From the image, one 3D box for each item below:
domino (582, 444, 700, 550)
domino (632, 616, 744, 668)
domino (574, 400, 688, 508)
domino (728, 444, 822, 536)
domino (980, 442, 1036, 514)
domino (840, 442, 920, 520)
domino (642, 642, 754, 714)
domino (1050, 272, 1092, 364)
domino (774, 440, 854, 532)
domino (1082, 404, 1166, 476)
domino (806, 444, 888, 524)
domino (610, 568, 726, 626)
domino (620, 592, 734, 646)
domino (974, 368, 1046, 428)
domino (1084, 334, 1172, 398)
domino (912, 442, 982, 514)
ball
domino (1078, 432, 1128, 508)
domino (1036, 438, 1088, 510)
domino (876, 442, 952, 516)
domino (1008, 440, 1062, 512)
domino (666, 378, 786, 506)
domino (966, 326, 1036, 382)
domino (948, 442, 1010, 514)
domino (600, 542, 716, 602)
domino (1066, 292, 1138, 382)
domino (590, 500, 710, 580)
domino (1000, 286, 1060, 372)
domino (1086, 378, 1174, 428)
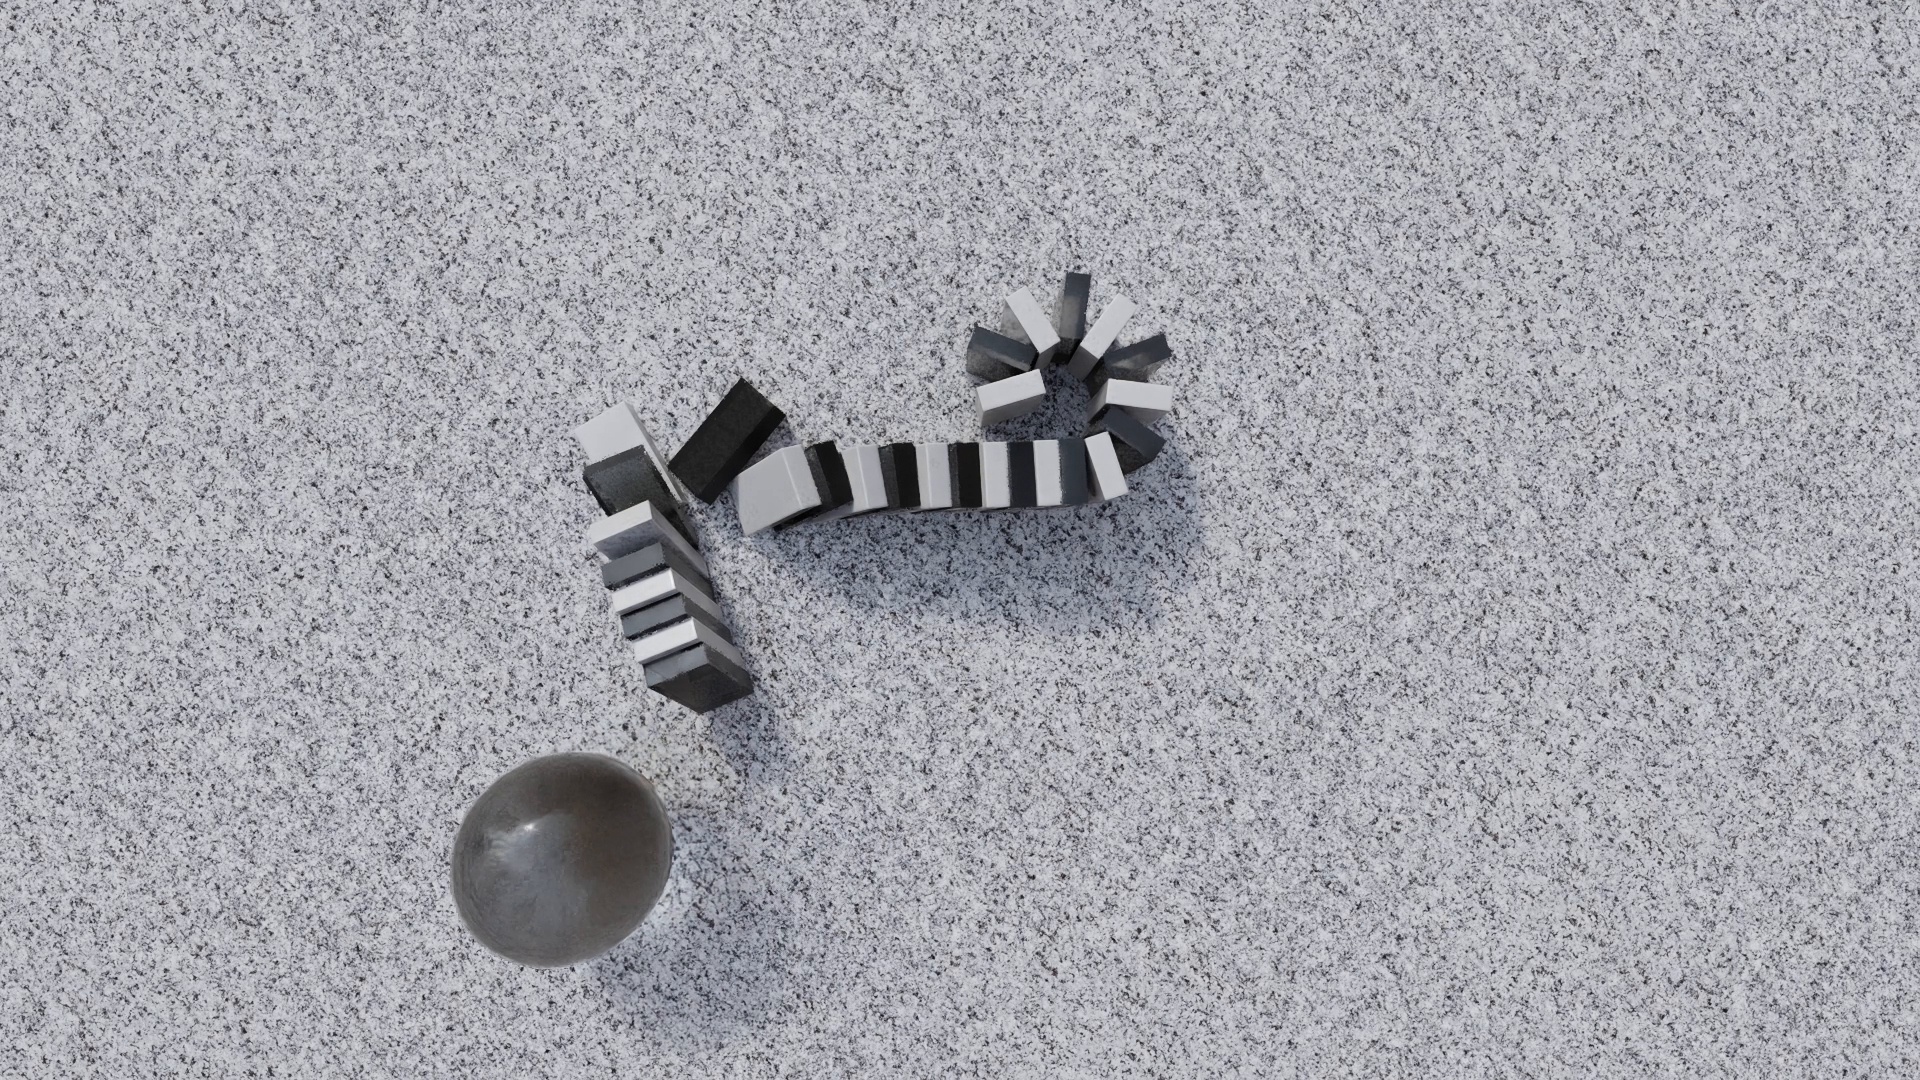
[{"bbox_3d":[-0.132,-0.013,0.381,0.025,0.010,0.050,-22,126,-2],"label":"domino"},{"bbox_3d":[-0.110,0.048,0.375,0.025,0.050,0.010,-22,66,0],"label":"domino"},{"bbox_3d":[-0.142,-0.031,0.395,0.025,0.010,0.050,-30,90,0],"label":"domino"},{"bbox_3d":[-0.077,-0.020,0.378,0.010,0.050,0.025,-19,90,-40],"label":"domino"},{"bbox_3d":[0.018,-0.025,0.375,0.010,0.050,0.025,-4,90,-13],"label":"domino"},{"bbox_3d":[-0.035,-0.024,0.377,0.010,0.050,0.025,-8,90,-35],"label":"domino"},{"bbox_3d":[-0.106,0.057,0.375,0.025,0.050,0.010,-22,66,0],"label":"domino"},{"bbox_3d":[0.044,-0.090,0.375,0.010,0.050,0.025,7,90,0],"label":"domino"},{"bbox_3d":[-0.065,-0.021,0.378,0.009,0.050,0.025,-19,90,-40],"label":"domino"},{"bbox_3d":[0.065,-0.040,0.375,0.025,0.050,0.009,34,87,-1],"label":"domino"},{"bbox_3d":[-0.049,-0.022,0.378,0.009,0.050,0.025,-10,90,-39],"label":"domino"},{"bbox_3d":[-0.118,0.029,0.375,0.025,0.050,0.009,-22,66,0],"label":"domino"},{"bbox_3d":[-0.114,0.038,0.375,0.025,0.050,0.009,-22,66,0],"label":"domino"},{"bbox_3d":[0.020,-0.057,0.375,0.025,0.050,0.009,-17,90,0],"label":"domino"},{"bbox_3d":[0.068,-0.070,0.375,0.025,0.050,0.010,-20,89,0],"label":"domino"},{"bbox_3d":[-0.007,-0.024,0.375,0.009,0.050,0.025,-3,90,-25],"label":"domino"},{"bbox_3d":[-0.154,0.124,0.360,0.080,0.080,0.080,0,90,0],"label":"ball"},{"bbox_3d":[0.054,-0.028,0.375,0.009,0.050,0.025,-19,91,-5],"label":"domino"},{"bbox_3d":[0.040,-0.026,0.375,0.009,0.050,0.025,-4,90,-8],"label":"domino"},{"bbox_3d":[-0.021,-0.024,0.376,0.010,0.050,0.025,-4,90,-31],"label":"domino"},{"bbox_3d":[0.028,-0.025,0.375,0.009,0.050,0.025,-4,90,-13],"label":"domino"},{"bbox_3d":[-0.099,-0.042,0.390,0.025,0.010,0.050,40,90,30],"label":"domino"},{"bbox_3d":[0.016,-0.073,0.375,0.025,0.050,0.010,22,90,0],"label":"domino"},{"bbox_3d":[0.006,-0.025,0.375,0.010,0.050,0.025,-3,90,-19],"label":"domino"},{"bbox_3d":[-0.122,0.019,0.375,0.025,0.050,0.010,-22,66,0],"label":"domino"},{"bbox_3d":[0.057,-0.082,0.375,0.009,0.050,0.025,37,90,0],"label":"domino"},{"bbox_3d":[-0.126,0.005,0.376,0.025,0.050,0.009,-23,57,0],"label":"domino"},{"bbox_3d":[0.028,-0.084,0.375,0.010,0.050,0.025,-32,90,0],"label":"domino"},{"bbox_3d":[0.068,-0.055,0.375,0.025,0.050,0.010,7,88,0],"label":"domino"}]
